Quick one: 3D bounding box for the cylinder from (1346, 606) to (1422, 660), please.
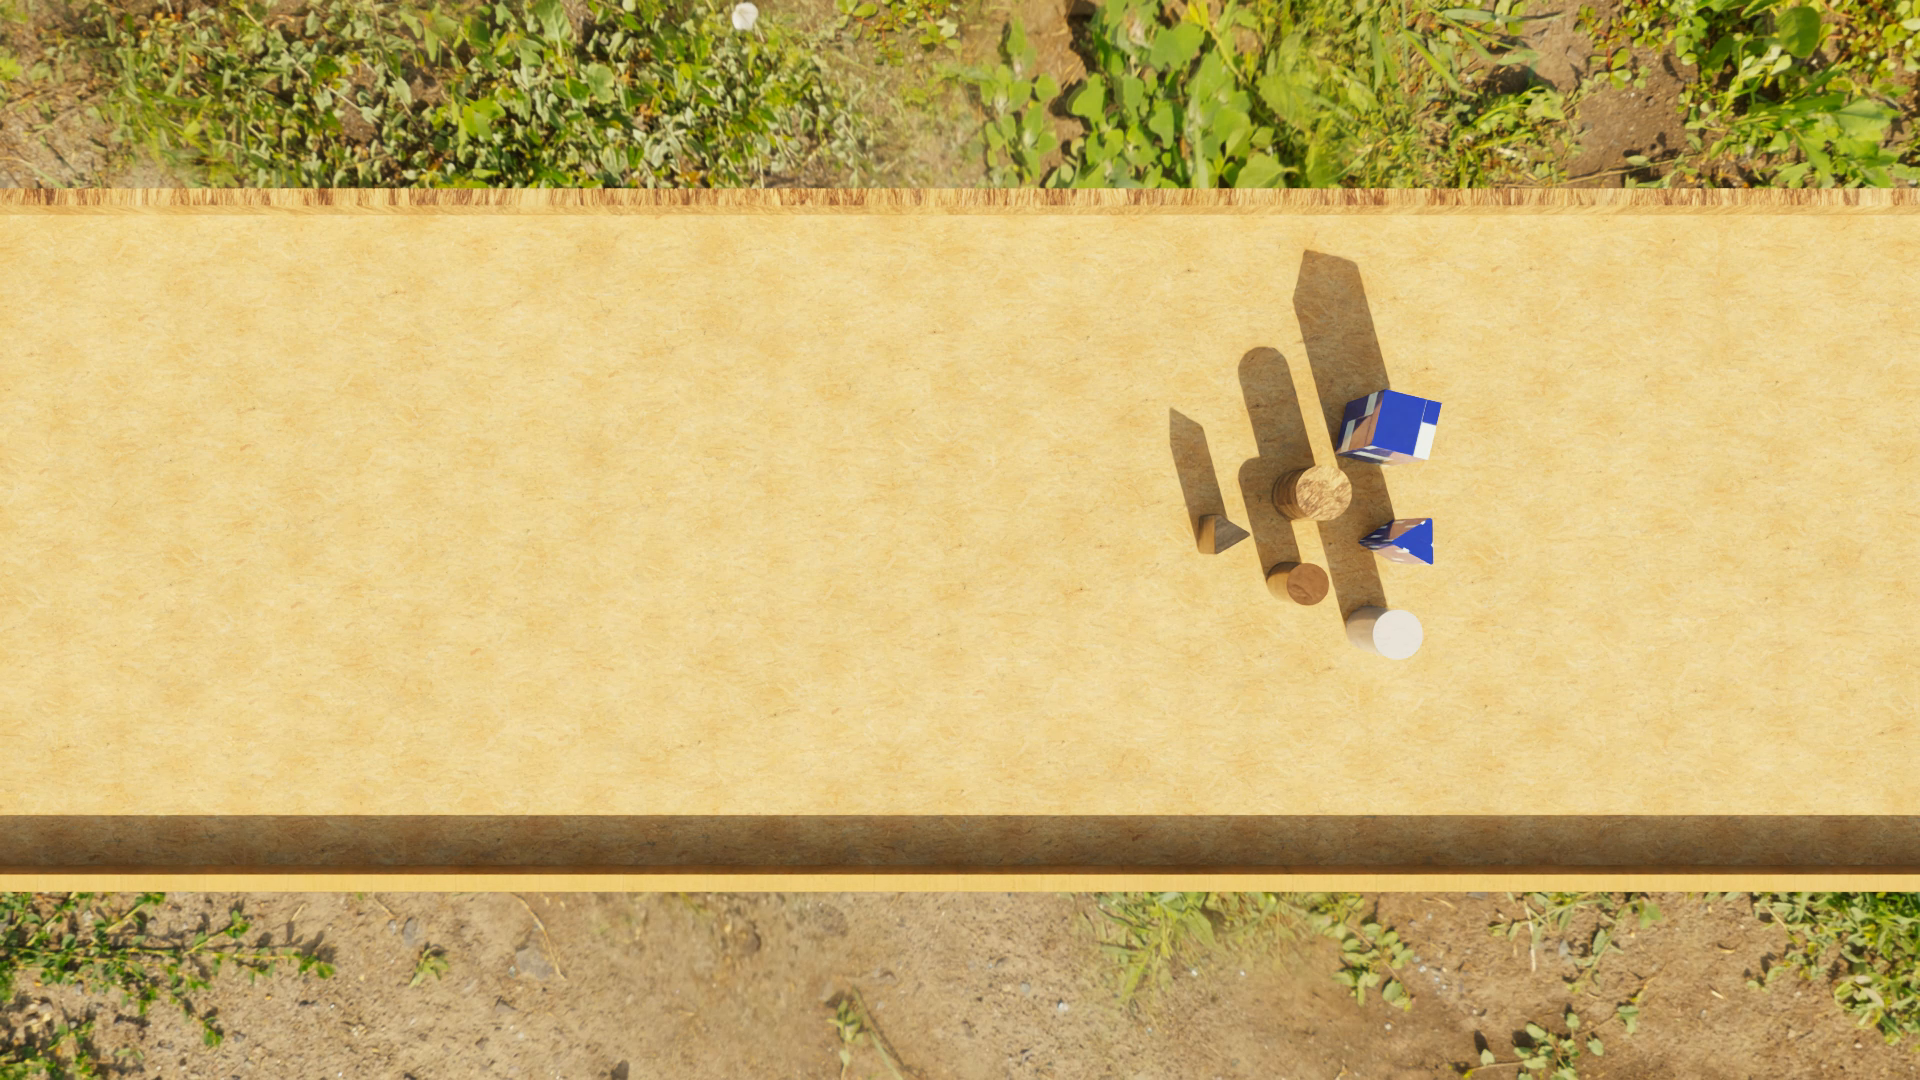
[{"bbox_3d":[1.260,0.272,4.911,0.145,0.332,0.145,0,90,0],"label":"cylinder"}]

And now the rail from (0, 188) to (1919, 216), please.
[{"bbox_3d":[-2.247,-1.025,5.002,12.000,0.150,0.050,0,90,0],"label":"rail"}]

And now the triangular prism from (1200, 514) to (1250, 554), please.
[{"bbox_3d":[0.763,-0.031,4.915,0.116,0.323,0.100,-30,90,0],"label":"triangular prism"}]

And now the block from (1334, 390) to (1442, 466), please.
[{"bbox_3d":[1.251,-0.324,4.847,0.164,0.460,0.164,14,90,0],"label":"block"}]

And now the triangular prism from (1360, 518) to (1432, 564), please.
[{"bbox_3d":[1.311,-0.012,4.879,0.132,0.395,0.114,29,90,0],"label":"triangular prism"}]

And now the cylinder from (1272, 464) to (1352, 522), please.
[{"bbox_3d":[1.038,-0.136,4.891,0.160,0.371,0.160,0,90,0],"label":"cylinder"}]

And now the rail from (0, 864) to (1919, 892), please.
[{"bbox_3d":[-2.247,1.025,5.001,12.000,0.150,0.050,0,90,0],"label":"rail"}]

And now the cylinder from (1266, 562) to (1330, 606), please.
[{"bbox_3d":[1.005,0.128,4.919,0.124,0.314,0.124,0,90,0],"label":"cylinder"}]
